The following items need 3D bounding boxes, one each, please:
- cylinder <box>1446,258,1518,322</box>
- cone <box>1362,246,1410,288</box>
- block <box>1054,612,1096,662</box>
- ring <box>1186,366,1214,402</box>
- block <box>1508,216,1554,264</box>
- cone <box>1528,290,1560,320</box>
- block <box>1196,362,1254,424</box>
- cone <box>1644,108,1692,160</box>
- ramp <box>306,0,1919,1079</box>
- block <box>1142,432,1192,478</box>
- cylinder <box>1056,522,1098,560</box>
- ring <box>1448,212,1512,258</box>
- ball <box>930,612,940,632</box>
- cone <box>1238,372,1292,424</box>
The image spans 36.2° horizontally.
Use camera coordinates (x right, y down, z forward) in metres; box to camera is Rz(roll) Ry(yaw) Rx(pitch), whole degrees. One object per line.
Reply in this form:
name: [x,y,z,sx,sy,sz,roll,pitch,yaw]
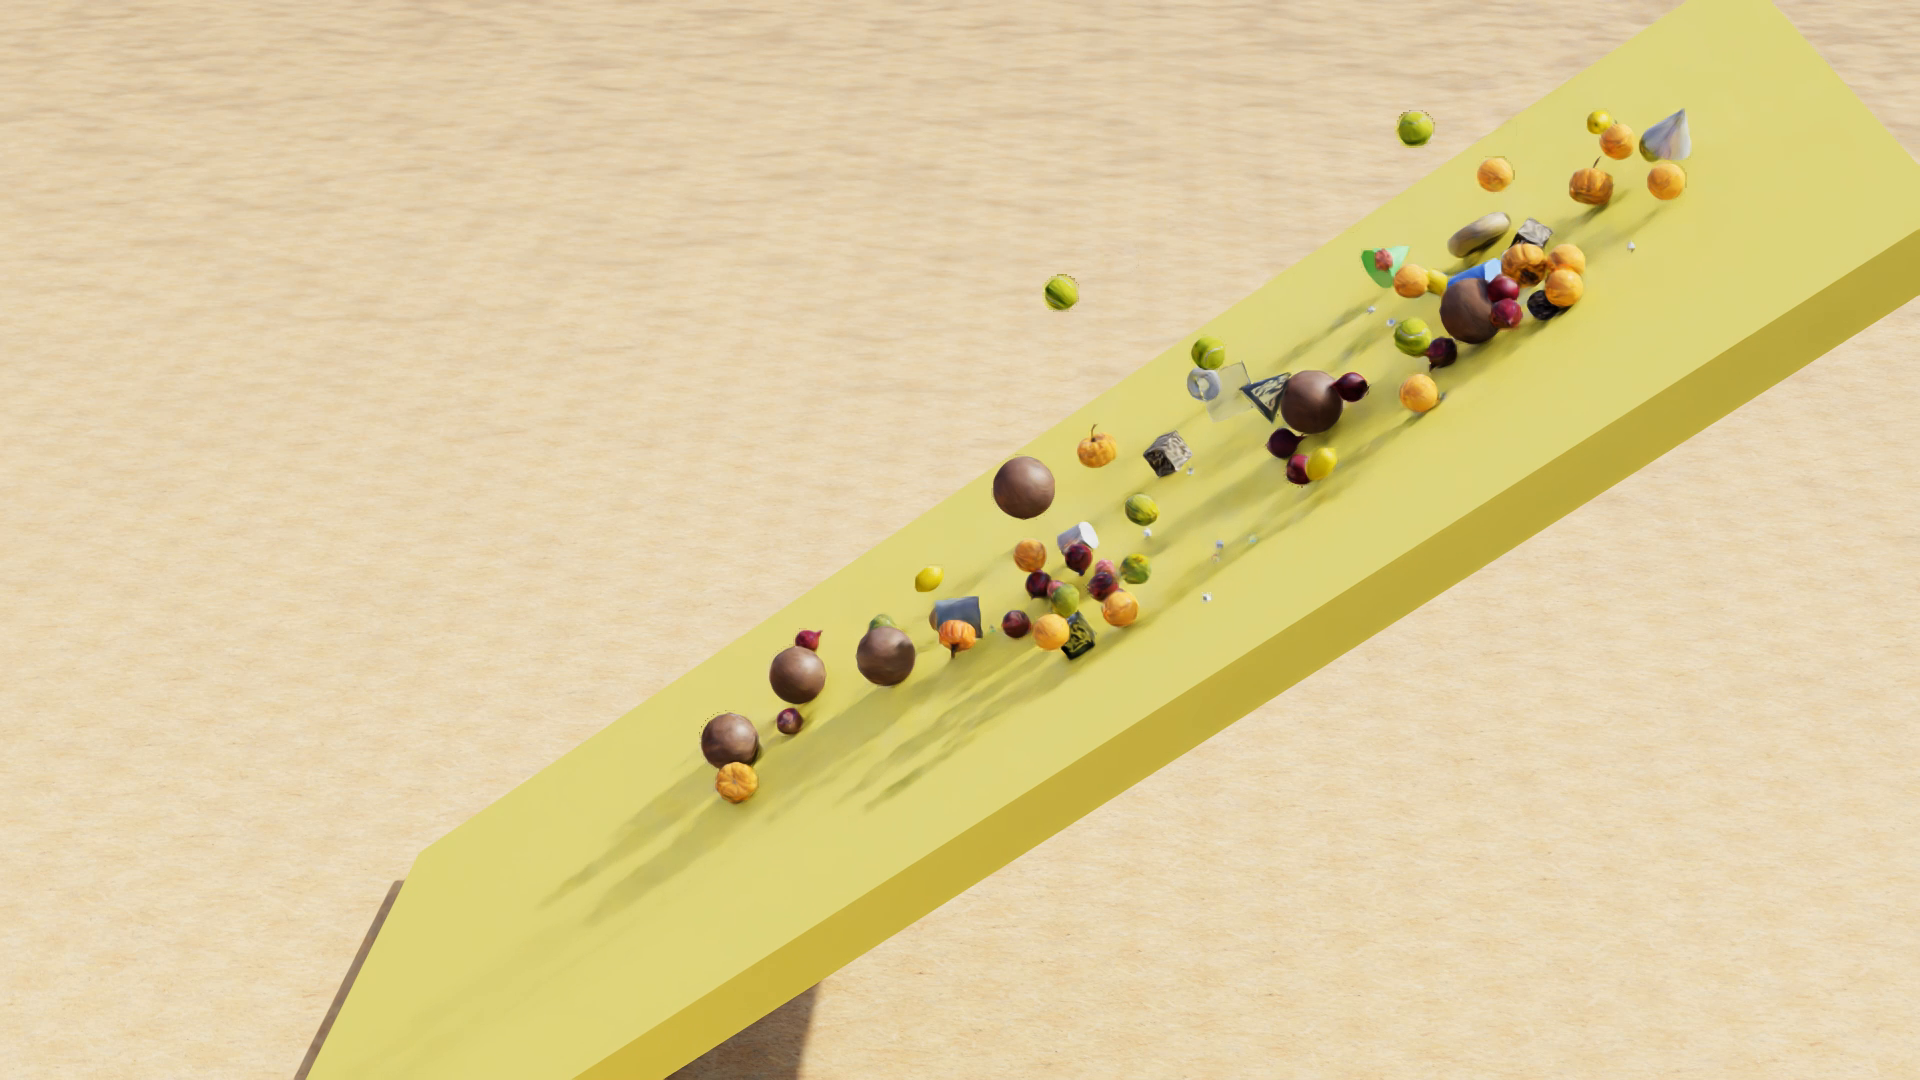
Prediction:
cylinder: [1.034,-0.494,5.828,0.099,0.099,0.099,-23,0,-43]
cone: [0.944,-0.615,6.394,0.099,0.099,0.099,-35,34,-17]
block: [0.225,0.188,5.775,0.059,0.059,0.059,-34,16,16]
ring: [0.541,-0.346,6.529,0.081,0.081,0.027,12,26,28]
block: [1.149,-0.604,5.925,0.056,0.056,0.056,34,57,11]
cone: [1.110,-0.439,5.636,0.061,0.061,0.061,-2,-17,-4]
block: [0.541,-0.298,5.947,0.098,0.098,0.098,-20,0,4]
cone: [1.392,-0.806,5.717,0.097,0.097,0.097,5,52,-7]
ramp: [0.131,0.177,6.317,4.000,0.100,2.000,-34,16,16]
block: [0.447,-0.184,6.330,0.064,0.064,0.064,-16,27,54]
cylinder: [0.250,0.002,6.243,0.063,0.063,0.063,-30,8,29]
ring: [1.087,-0.639,6.155,0.145,0.048,0.145,-27,-6,-3]
ball: [-0.038,0.173,6.413,0.058,0.058,0.058,0,22,0]
cone: [0.610,-0.295,5.720,0.098,0.098,0.098,-44,27,3]
